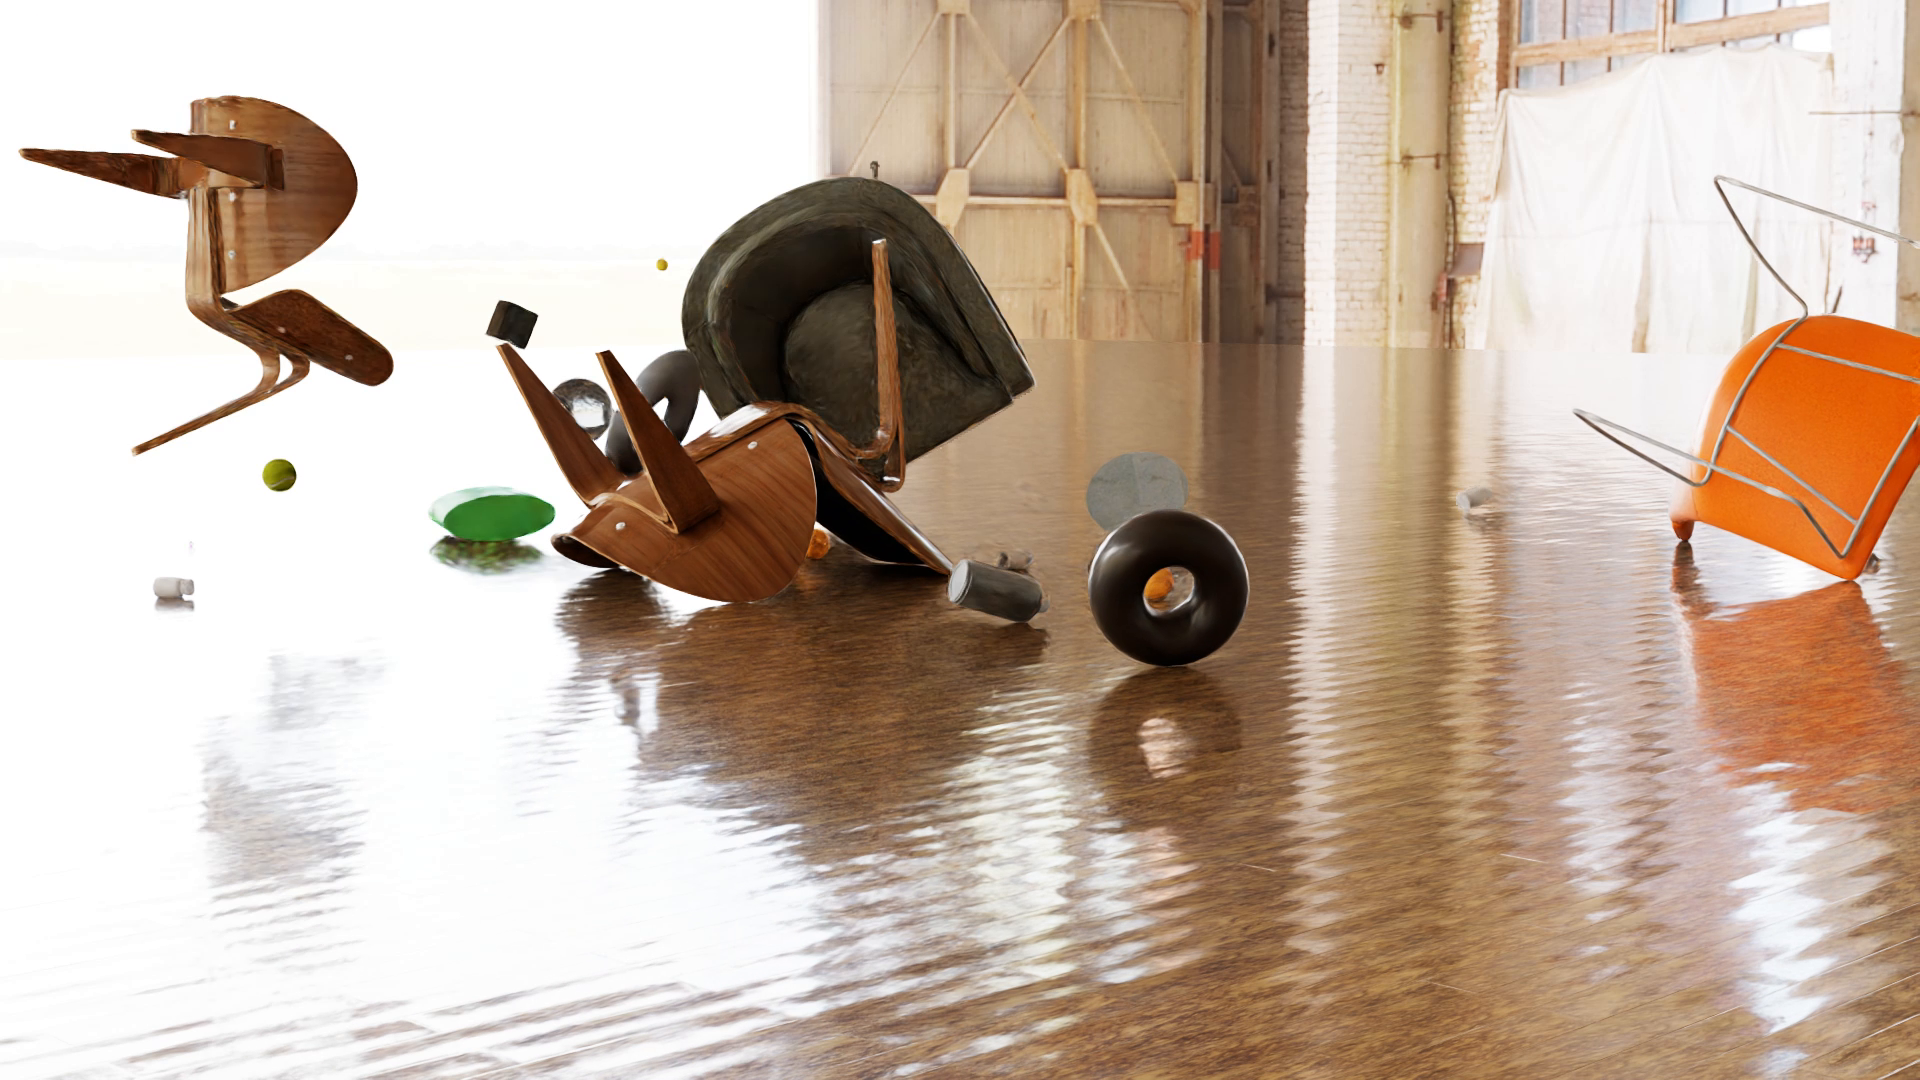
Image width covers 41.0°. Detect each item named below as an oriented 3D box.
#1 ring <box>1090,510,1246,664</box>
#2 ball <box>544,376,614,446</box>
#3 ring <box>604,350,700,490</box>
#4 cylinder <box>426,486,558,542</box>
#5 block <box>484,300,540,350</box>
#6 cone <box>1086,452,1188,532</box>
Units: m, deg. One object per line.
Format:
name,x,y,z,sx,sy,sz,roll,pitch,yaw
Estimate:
ring,0.350,0.081,4.289,0.268,0.306,0.091,-37,32,4
ball,-1.165,-0.394,7.841,0.209,0.209,0.209,0,6,0
ring,-0.683,-0.265,5.691,0.171,0.374,0.087,13,28,-34
cylinder,-1.191,-0.069,6.520,0.285,0.115,0.281,-6,7,-19
block,-1.085,-0.521,6.213,0.087,0.094,0.061,24,-5,-38
cone,0.474,-0.075,6.635,0.266,0.246,0.188,-5,-29,13
